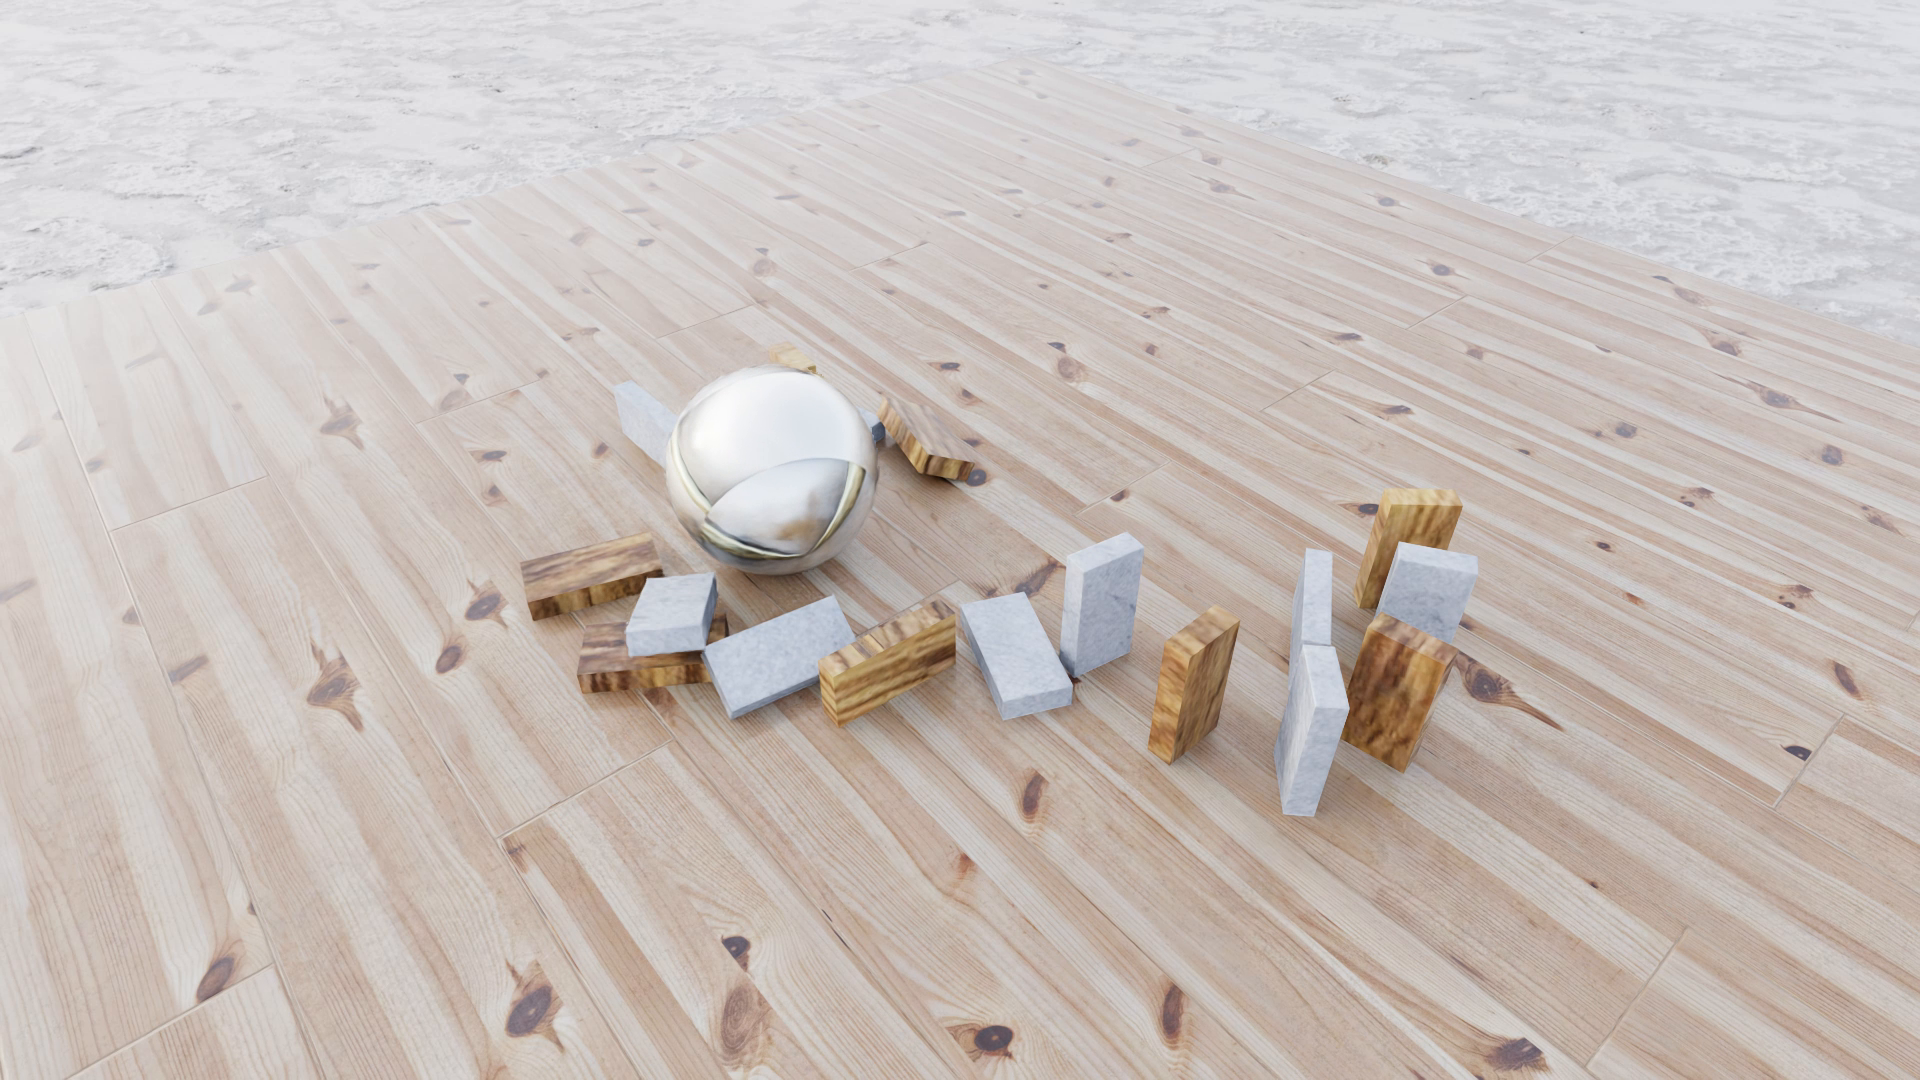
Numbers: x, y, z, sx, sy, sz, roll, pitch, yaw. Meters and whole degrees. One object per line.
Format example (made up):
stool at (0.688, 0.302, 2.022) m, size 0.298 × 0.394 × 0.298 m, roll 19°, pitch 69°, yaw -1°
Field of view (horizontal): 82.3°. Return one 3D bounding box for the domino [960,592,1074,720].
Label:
domino at (0.019, 0.040, 0.394) m, size 0.025 × 0.010 × 0.050 m, roll -11°, pitch 41°, yaw -13°

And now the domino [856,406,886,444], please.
domino at (-0.062, -0.056, 0.511) m, size 0.050 × 0.010 × 0.025 m, roll 27°, pitch 46°, yaw 29°

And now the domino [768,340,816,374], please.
domino at (-0.072, -0.059, 0.484) m, size 0.010 × 0.050 × 0.025 m, roll -23°, pitch 45°, yaw -26°

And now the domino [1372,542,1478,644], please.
domino at (0.159, 0.025, 0.381) m, size 0.025 × 0.050 × 0.010 m, roll 12°, pitch 41°, yaw 14°

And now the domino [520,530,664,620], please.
domino at (-0.142, 0.013, 0.427) m, size 0.050 × 0.010 × 0.025 m, roll -15°, pitch 42°, yaw -18°

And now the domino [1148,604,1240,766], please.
domino at (0.075, 0.047, 0.354) m, size 0.025 × 0.050 × 0.010 m, roll -30°, pitch 48°, yaw -31°

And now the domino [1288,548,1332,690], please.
domino at (0.126, 0.029, 0.396) m, size 0.010 × 0.025 × 0.050 m, roll 10°, pitch 40°, yaw 12°

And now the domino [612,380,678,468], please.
domino at (-0.137, -0.049, 0.492) m, size 0.009 × 0.025 × 0.050 m, roll -29°, pitch 47°, yaw -31°

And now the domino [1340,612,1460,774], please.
domino at (0.138, 0.049, 0.351) m, size 0.025 × 0.050 × 0.010 m, roll 30°, pitch 48°, yaw 31°

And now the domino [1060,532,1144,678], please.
domino at (0.049, 0.023, 0.383) m, size 0.025 × 0.050 × 0.009 m, roll -21°, pitch 44°, yaw -24°

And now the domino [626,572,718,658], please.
domino at (-0.102, 0.026, 0.393) m, size 0.025 × 0.009 × 0.050 m, roll -5°, pitch 19°, yaw -5°

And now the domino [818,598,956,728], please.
domino at (-0.024, 0.042, 0.380) m, size 0.050 × 0.025 × 0.009 m, roll -26°, pitch 46°, yaw -28°

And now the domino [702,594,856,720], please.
domino at (-0.062, 0.041, 0.385) m, size 0.050 × 0.010 × 0.025 m, roll -22°, pitch 72°, yaw -24°

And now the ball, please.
ball at (-0.071, -0.027, 0.420) m, size 0.080 × 0.080 × 0.080 m, roll 0°, pitch 39°, yaw 0°

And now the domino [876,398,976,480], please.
domino at (-0.016, -0.045, 0.491) m, size 0.025 × 0.009 × 0.050 m, roll 8°, pitch 31°, yaw -35°

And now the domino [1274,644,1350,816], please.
domino at (0.108, 0.059, 0.339) m, size 0.009 × 0.050 × 0.025 m, roll 3°, pitch 39°, yaw 4°

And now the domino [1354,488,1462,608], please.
domino at (0.165, 0.004, 0.407) m, size 0.025 × 0.050 × 0.009 m, roll 1°, pitch 39°, yaw 2°

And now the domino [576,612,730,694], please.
domino at (-0.109, 0.040, 0.394) m, size 0.050 × 0.010 × 0.025 m, roll -5°, pitch 40°, yaw -6°
